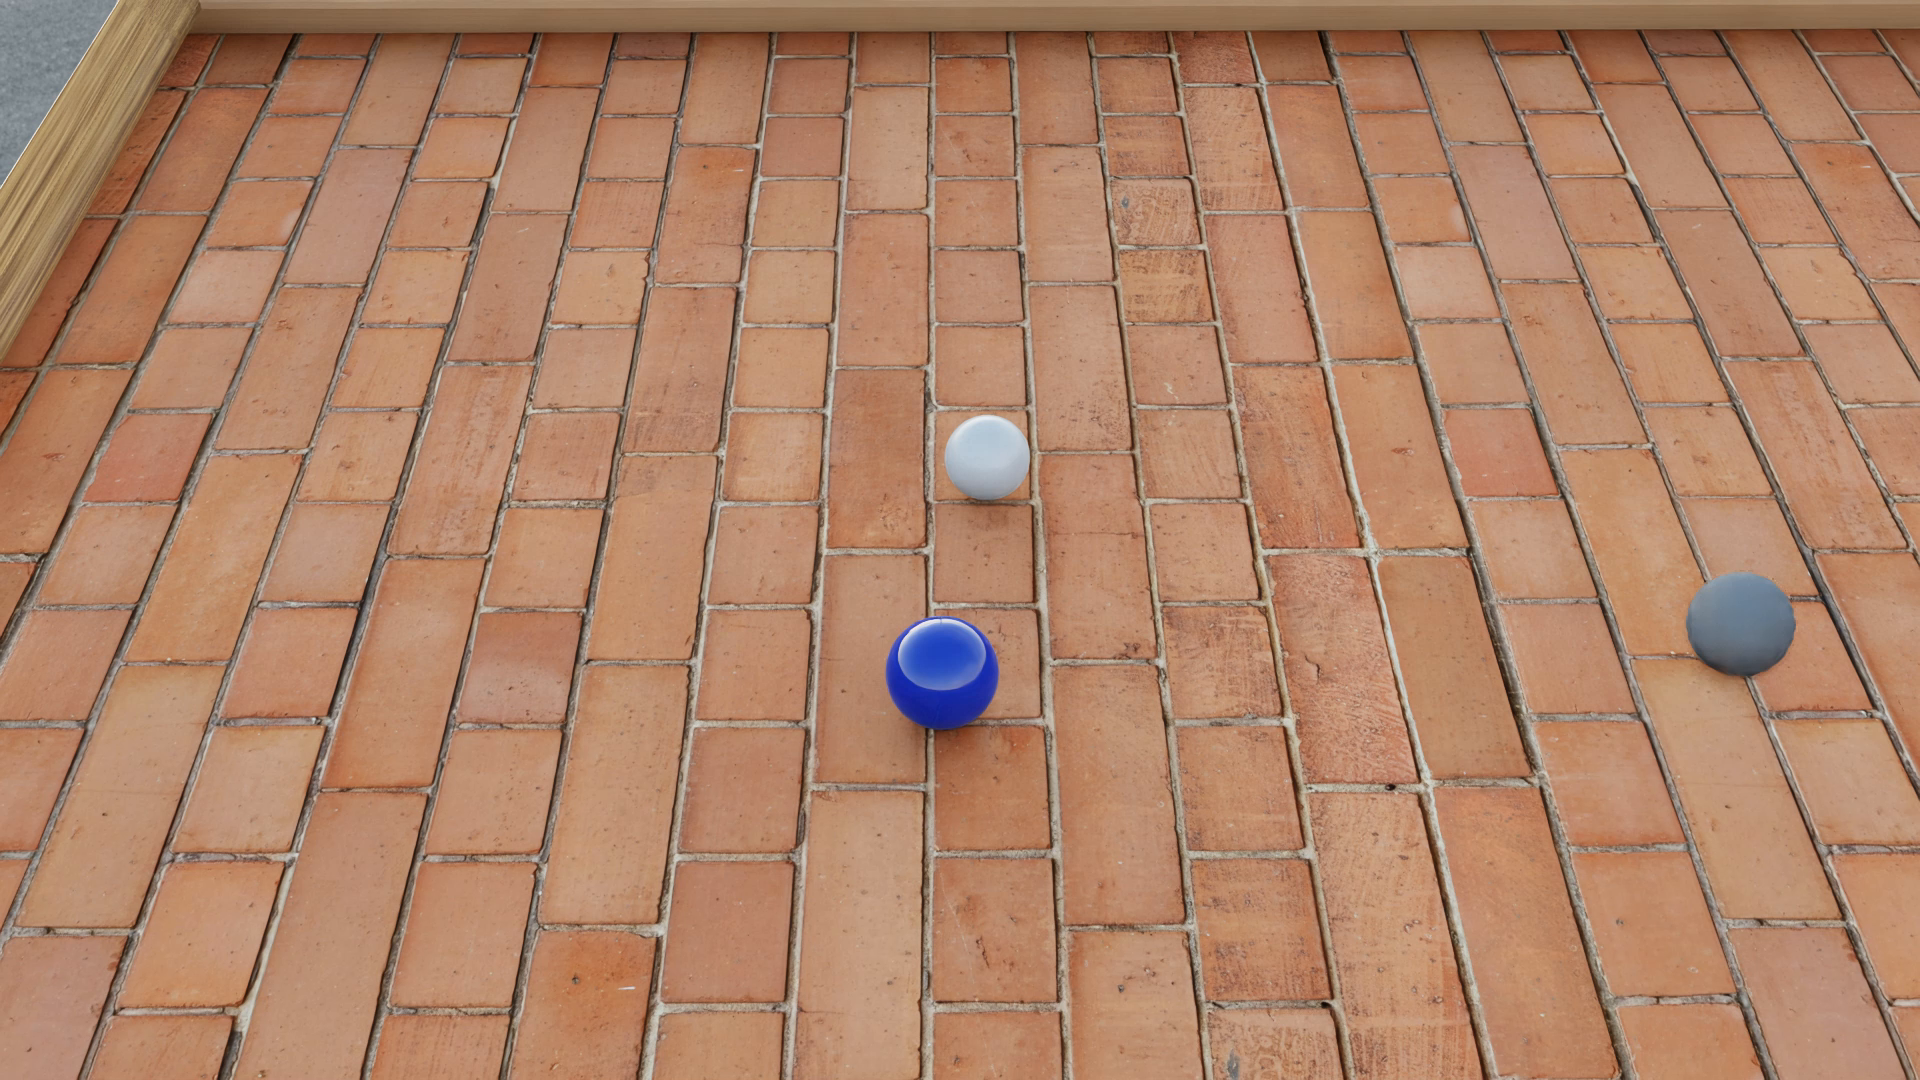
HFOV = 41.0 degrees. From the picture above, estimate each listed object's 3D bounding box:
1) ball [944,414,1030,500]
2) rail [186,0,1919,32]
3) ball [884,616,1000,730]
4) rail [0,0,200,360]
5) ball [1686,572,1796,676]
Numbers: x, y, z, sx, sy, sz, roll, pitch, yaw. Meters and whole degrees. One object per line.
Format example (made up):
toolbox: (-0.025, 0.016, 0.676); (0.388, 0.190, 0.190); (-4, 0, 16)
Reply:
ball: (0.020, -0.059, 1.843); (0.062, 0.062, 0.062); (0, 36, 0)
rail: (0.756, -0.527, 2.468); (3.050, 0.095, 0.045); (0, 36, 0)
ball: (-0.011, 0.085, 1.633); (0.073, 0.073, 0.073); (0, 36, 0)
rail: (-0.739, -0.009, 1.743); (0.045, 0.095, 1.809); (0, 36, 0)
ball: (0.510, 0.055, 1.678); (0.068, 0.068, 0.068); (0, 36, 0)
